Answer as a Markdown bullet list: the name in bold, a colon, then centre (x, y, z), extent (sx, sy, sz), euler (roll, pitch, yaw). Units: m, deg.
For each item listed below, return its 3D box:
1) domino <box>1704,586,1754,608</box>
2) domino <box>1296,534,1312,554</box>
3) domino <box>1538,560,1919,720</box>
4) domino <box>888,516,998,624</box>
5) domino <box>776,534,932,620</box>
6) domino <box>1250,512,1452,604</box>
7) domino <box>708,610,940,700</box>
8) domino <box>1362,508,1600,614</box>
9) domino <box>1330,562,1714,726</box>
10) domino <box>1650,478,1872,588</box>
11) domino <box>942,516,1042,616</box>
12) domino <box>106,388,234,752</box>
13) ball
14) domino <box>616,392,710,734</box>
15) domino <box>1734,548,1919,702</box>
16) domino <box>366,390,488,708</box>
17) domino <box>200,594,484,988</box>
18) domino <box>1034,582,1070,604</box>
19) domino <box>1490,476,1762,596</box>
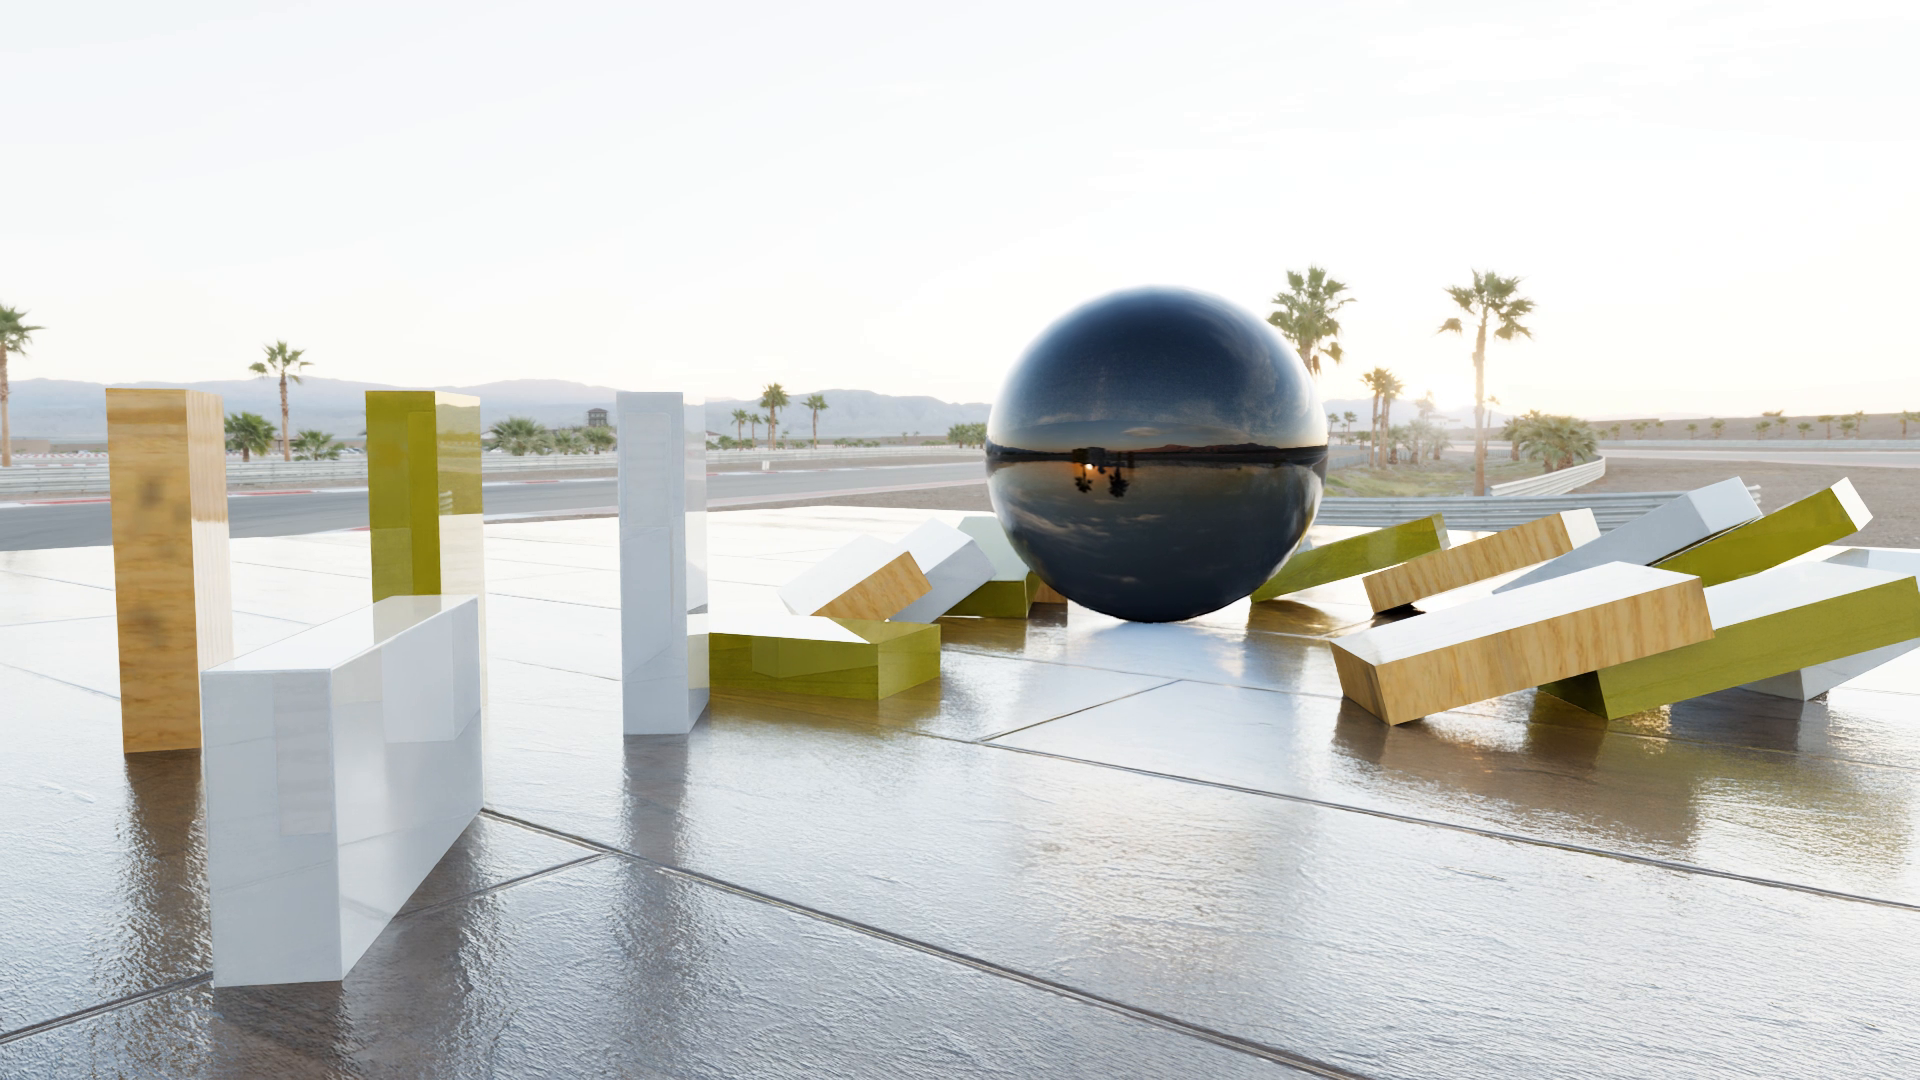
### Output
- **domino**: centre (0.171, 0.017, 0.273), extent (0.025, 0.010, 0.050), euler (3, 5, 35)
- **domino**: centre (0.071, 0.004, 0.358), extent (0.050, 0.009, 0.025), euler (-17, 2, 9)
- **domino**: centre (0.123, 0.016, 0.209), extent (0.050, 0.010, 0.025), euler (-15, 4, 2)
- **domino**: centre (-0.009, 0.008, 0.300), extent (0.025, 0.010, 0.050), euler (-36, 12, -5)
- **domino**: centre (-0.024, 0.011, 0.280), extent (0.025, 0.010, 0.050), euler (-34, 11, -10)
- **domino**: centre (0.103, 0.005, 0.343), extent (0.050, 0.009, 0.025), euler (-18, -4, 26)
- **domino**: centre (-0.032, 0.020, 0.234), extent (0.050, 0.010, 0.025), euler (2, 5, 23)
- **domino**: centre (0.128, 0.005, 0.317), extent (0.050, 0.010, 0.025), euler (-24, -12, 39)
- **domino**: centre (0.088, 0.016, 0.205), extent (0.050, 0.010, 0.025), euler (-16, 4, 2)
- **domino**: centre (0.161, 0.004, 0.269), extent (0.025, 0.009, 0.050), euler (-10, -20, -49)
- **domino**: centre (0.009, 0.006, 0.336), extent (0.025, 0.009, 0.050), euler (0, 19, 12)
- **domino**: centre (-0.115, 0.003, 0.188), extent (0.009, 0.050, 0.025), euler (-2, 5, -20)
- **ball**: centre (0.046, -0.020, 0.304), extent (0.080, 0.080, 0.080), euler (0, 4, 0)
- **domino**: centre (-0.045, 0.003, 0.199), extent (0.010, 0.050, 0.025), euler (0, 4, -4)
- **domino**: centre (0.157, 0.014, 0.231), extent (0.050, 0.010, 0.025), euler (-18, 10, -19)
- **domino**: centre (-0.081, 0.003, 0.196), extent (0.010, 0.050, 0.025), euler (-1, 4, -7)
- **domino**: centre (-0.057, 0.021, 0.125), extent (0.009, 0.025, 0.050), euler (-1, 4, -8)
- **domino**: centre (0.025, 0.010, 0.370), extent (0.025, 0.009, 0.050), euler (1, 5, 19)
- **domino**: centre (0.148, 0.003, 0.287), extent (0.025, 0.009, 0.050), euler (-12, -19, -37)
